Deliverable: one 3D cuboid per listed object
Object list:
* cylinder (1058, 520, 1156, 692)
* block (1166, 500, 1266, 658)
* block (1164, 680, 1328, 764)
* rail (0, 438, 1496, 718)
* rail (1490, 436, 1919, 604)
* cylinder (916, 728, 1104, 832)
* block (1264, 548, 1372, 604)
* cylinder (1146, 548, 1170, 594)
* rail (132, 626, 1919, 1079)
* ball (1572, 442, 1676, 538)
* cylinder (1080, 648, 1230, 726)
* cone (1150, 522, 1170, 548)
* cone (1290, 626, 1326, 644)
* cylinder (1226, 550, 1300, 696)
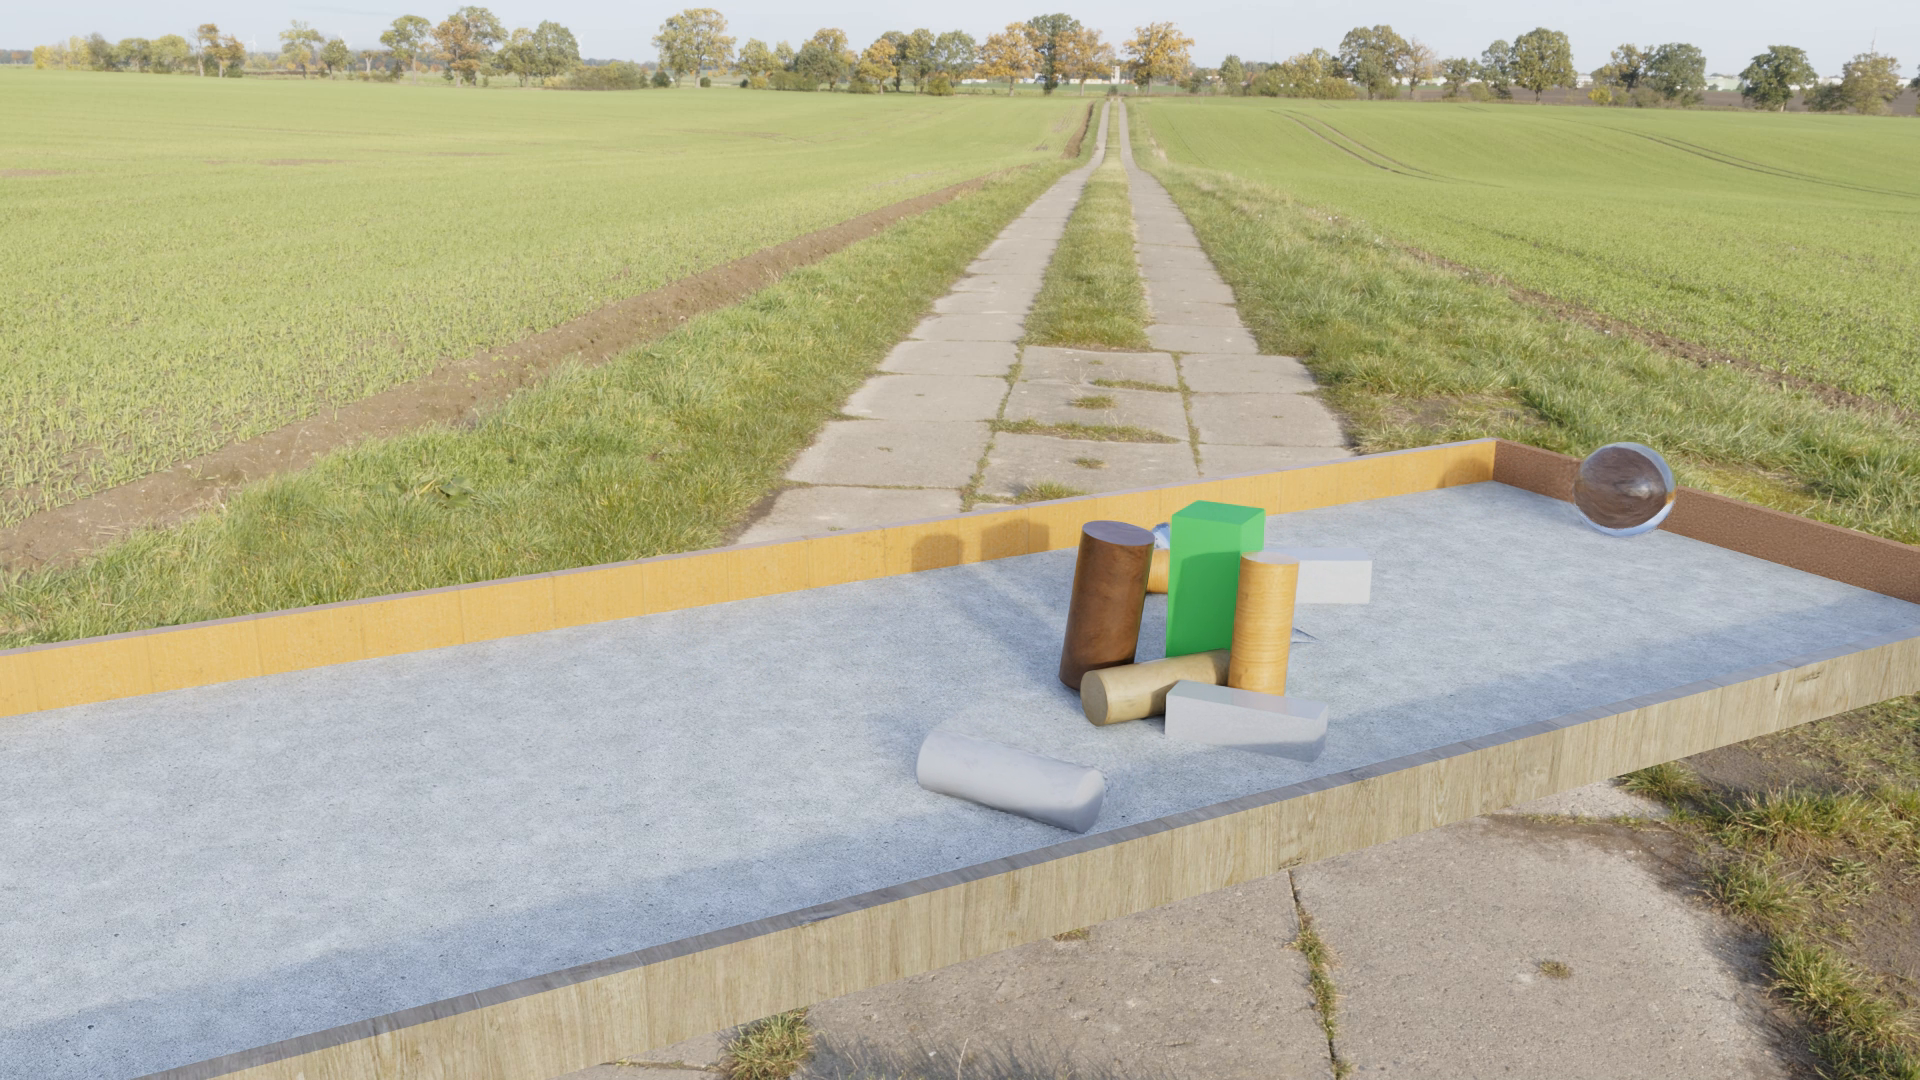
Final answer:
[{"bbox_3d":[0.360,0.167,4.054,0.180,0.393,0.180,7,19,-2],"label":"cylinder"},{"bbox_3d":[0.638,0.137,4.128,0.179,0.427,0.179,9,18,28],"label":"block"},{"bbox_3d":[0.652,0.412,3.767,0.347,0.105,0.105,8,18,25],"label":"block"},{"bbox_3d":[-3.305,0.497,3.399,12.000,0.150,0.050,-9,18,-27],"label":"rail"},{"bbox_3d":[2.466,-0.048,5.253,0.050,0.150,2.100,-9,18,-27],"label":"rail"},{"bbox_3d":[0.102,0.497,3.432,0.378,0.130,0.130,11,19,32],"label":"cylinder"},{"bbox_3d":[1.009,0.102,4.781,0.333,0.128,0.128,0,16,1],"label":"block"},{"bbox_3d":[0.545,0.090,4.817,0.361,0.131,0.131,1,16,5],"label":"cylinder"},{"bbox_3d":[-2.336,1.006,1.665,12.000,0.150,0.050,-9,18,-27],"label":"rail"},{"bbox_3d":[2.158,-0.164,5.361,0.311,0.311,0.311,0,16,0],"label":"ball"},{"bbox_3d":[0.480,0.349,3.934,0.368,0.131,0.131,-7,18,-24],"label":"cylinder"},{"bbox_3d":[0.695,0.073,5.016,0.102,0.102,0.421,-4,24,-14],"label":"cone"},{"bbox_3d":[0.793,0.229,4.425,0.384,0.173,0.173,14,18,3],"label":"cone"},{"bbox_3d":[0.705,0.231,3.858,0.135,0.390,0.135,4,12,-1],"label":"cylinder"}]
